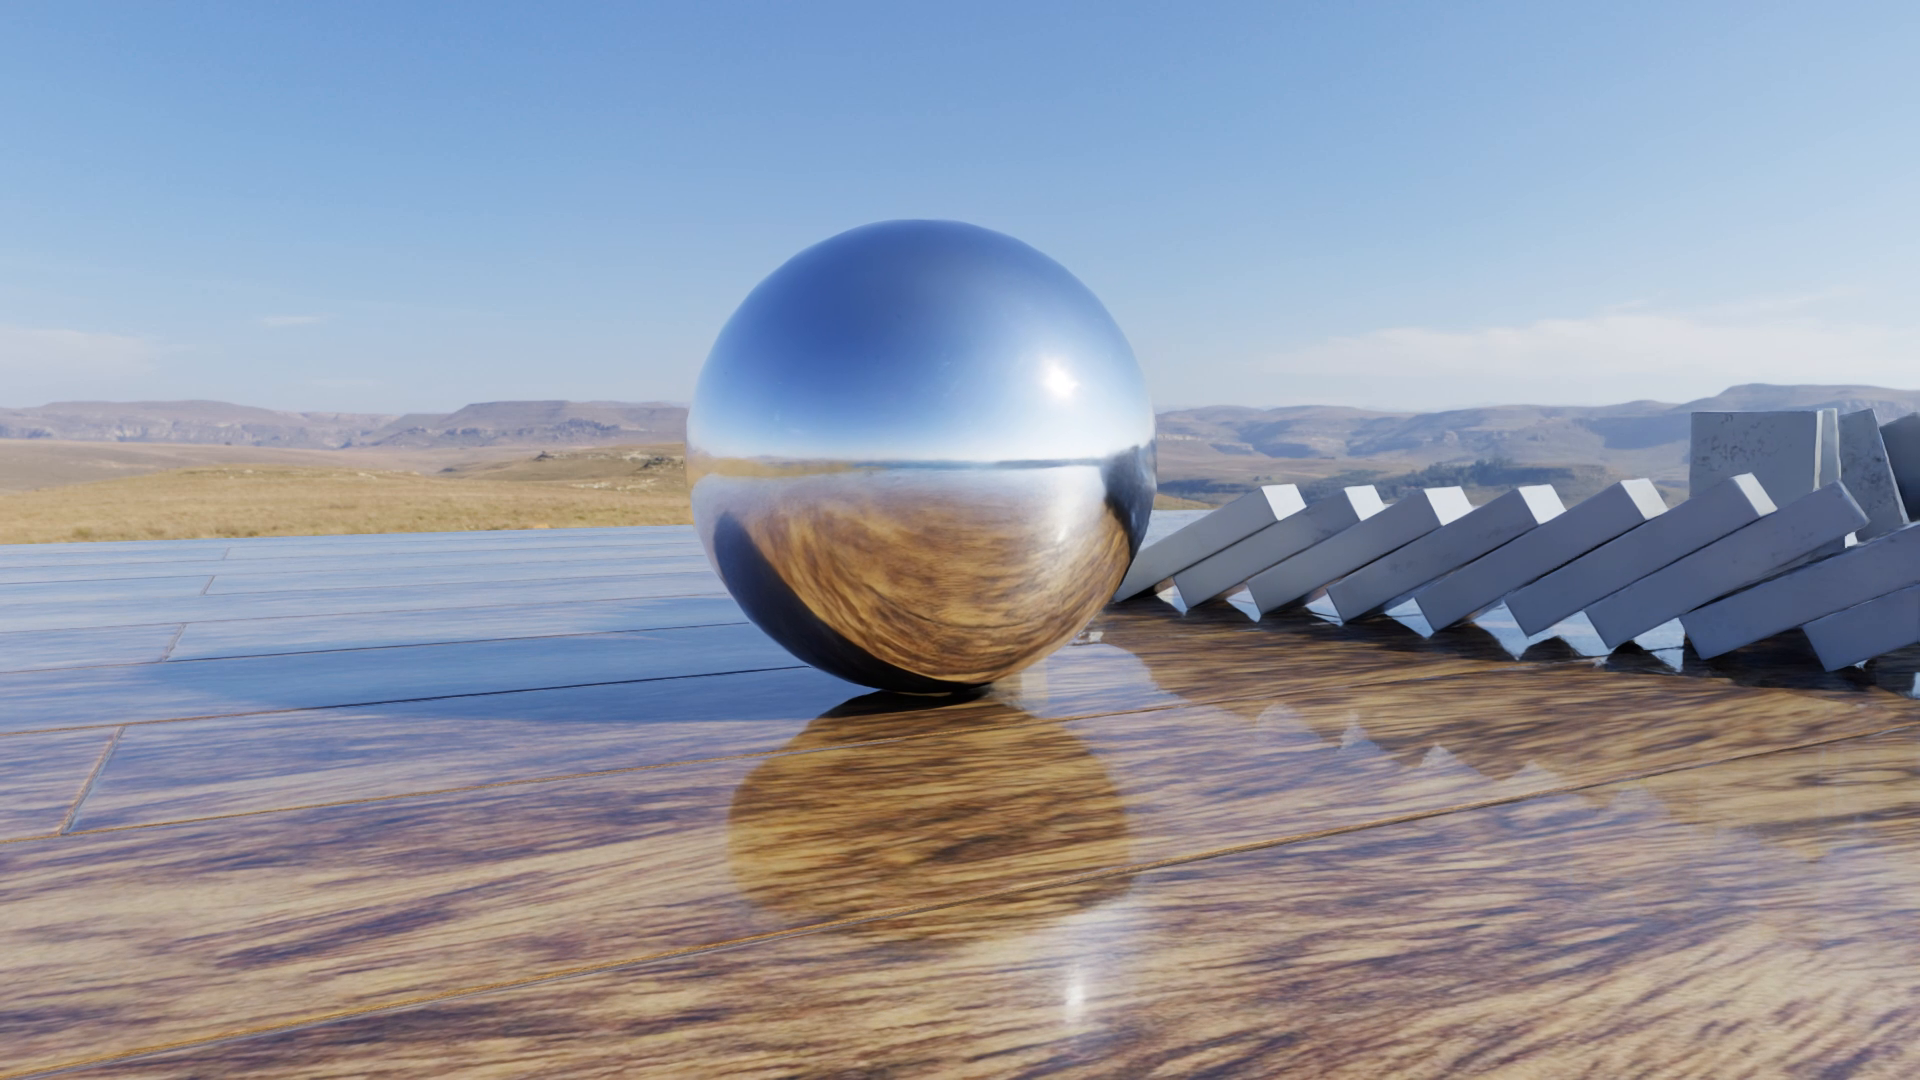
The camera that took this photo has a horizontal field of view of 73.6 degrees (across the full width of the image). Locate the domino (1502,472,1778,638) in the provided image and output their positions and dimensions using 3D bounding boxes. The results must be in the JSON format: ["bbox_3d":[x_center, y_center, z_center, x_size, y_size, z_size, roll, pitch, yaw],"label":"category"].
[{"bbox_3d":[0.143,0.003,0.271,0.050,0.010,0.025,-38,-19,35],"label":"domino"}]

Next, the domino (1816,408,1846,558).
[{"bbox_3d":[0.203,-0.006,0.313,0.010,0.050,0.025,-6,4,7],"label":"domino"}]

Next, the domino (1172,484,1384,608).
[{"bbox_3d":[0.082,0.002,0.329,0.050,0.010,0.025,-31,-13,31],"label":"domino"}]

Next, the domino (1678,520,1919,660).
[{"bbox_3d":[0.169,0.008,0.248,0.050,0.010,0.025,-31,-16,35],"label":"domino"}]

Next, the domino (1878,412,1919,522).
[{"bbox_3d":[0.234,-0.005,0.296,0.025,0.050,0.009,-1,-17,-15],"label":"domino"}]

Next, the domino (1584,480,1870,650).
[{"bbox_3d":[0.155,0.005,0.259,0.050,0.009,0.025,-36,-19,32],"label":"domino"}]

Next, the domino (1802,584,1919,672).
[{"bbox_3d":[0.185,0.009,0.235,0.050,0.009,0.025,-31,-16,36],"label":"domino"}]

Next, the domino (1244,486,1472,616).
[{"bbox_3d":[0.098,0.003,0.314,0.050,0.010,0.025,-33,-17,36],"label":"domino"}]

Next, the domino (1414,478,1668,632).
[{"bbox_3d":[0.129,0.004,0.286,0.050,0.010,0.025,-37,-20,35],"label":"domino"}]

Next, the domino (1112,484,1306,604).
[{"bbox_3d":[0.065,0.001,0.339,0.050,0.010,0.025,-31,-13,31],"label":"domino"}]

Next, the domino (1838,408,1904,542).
[{"bbox_3d":[0.221,-0.006,0.309,0.009,0.050,0.025,-15,-5,36],"label":"domino"}]

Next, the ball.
[{"bbox_3d":[-0.006,-0.014,0.220,0.080,0.080,0.080,0,4,0],"label":"ball"}]

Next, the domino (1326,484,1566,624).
[{"bbox_3d":[0.114,0.003,0.300,0.050,0.010,0.025,-34,-18,36],"label":"domino"}]

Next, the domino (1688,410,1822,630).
[{"bbox_3d":[0.187,-0.005,0.303,0.025,0.050,0.009,4,8,40],"label":"domino"}]
